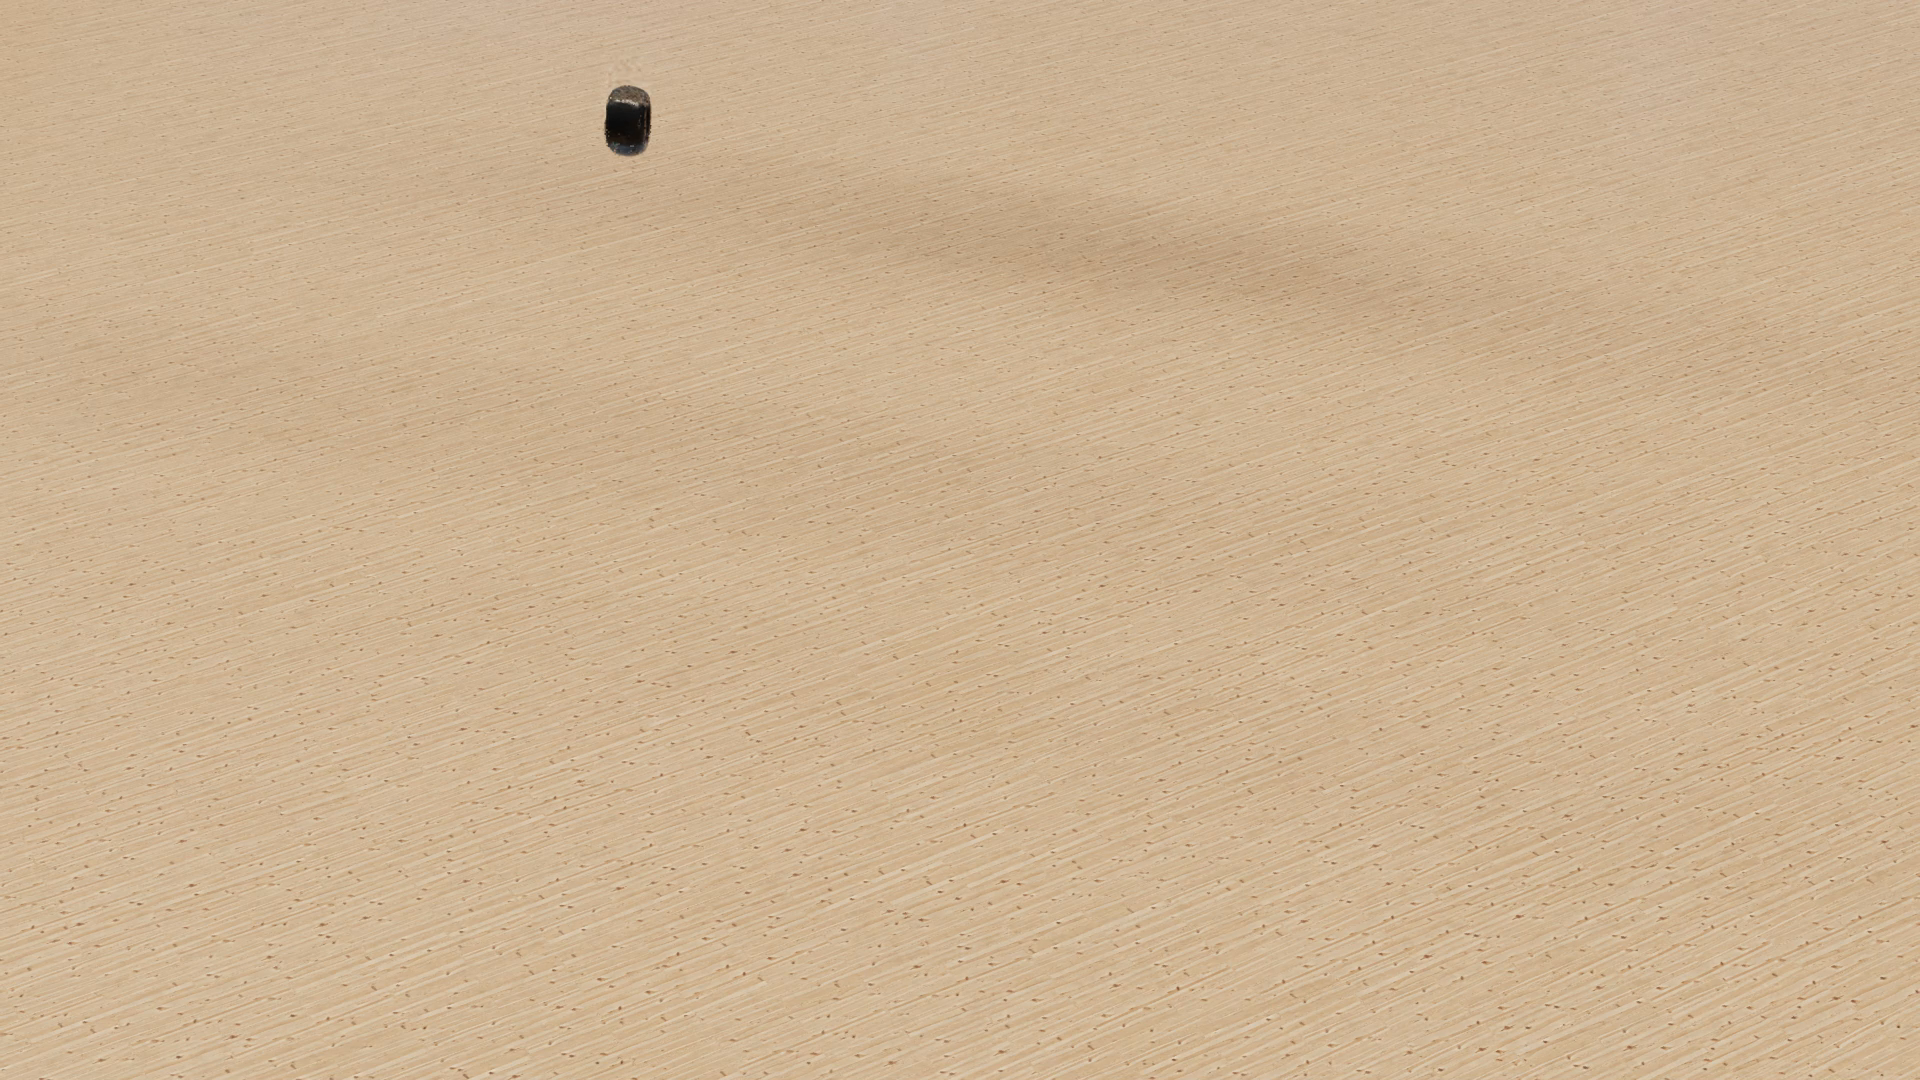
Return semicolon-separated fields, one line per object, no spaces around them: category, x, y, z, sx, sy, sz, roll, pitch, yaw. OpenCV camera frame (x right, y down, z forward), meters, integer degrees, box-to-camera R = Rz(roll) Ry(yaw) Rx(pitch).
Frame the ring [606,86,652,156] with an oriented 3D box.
ring;-0.885;-1.118;7.826;0.105;0.212;0.183;5;71;0
